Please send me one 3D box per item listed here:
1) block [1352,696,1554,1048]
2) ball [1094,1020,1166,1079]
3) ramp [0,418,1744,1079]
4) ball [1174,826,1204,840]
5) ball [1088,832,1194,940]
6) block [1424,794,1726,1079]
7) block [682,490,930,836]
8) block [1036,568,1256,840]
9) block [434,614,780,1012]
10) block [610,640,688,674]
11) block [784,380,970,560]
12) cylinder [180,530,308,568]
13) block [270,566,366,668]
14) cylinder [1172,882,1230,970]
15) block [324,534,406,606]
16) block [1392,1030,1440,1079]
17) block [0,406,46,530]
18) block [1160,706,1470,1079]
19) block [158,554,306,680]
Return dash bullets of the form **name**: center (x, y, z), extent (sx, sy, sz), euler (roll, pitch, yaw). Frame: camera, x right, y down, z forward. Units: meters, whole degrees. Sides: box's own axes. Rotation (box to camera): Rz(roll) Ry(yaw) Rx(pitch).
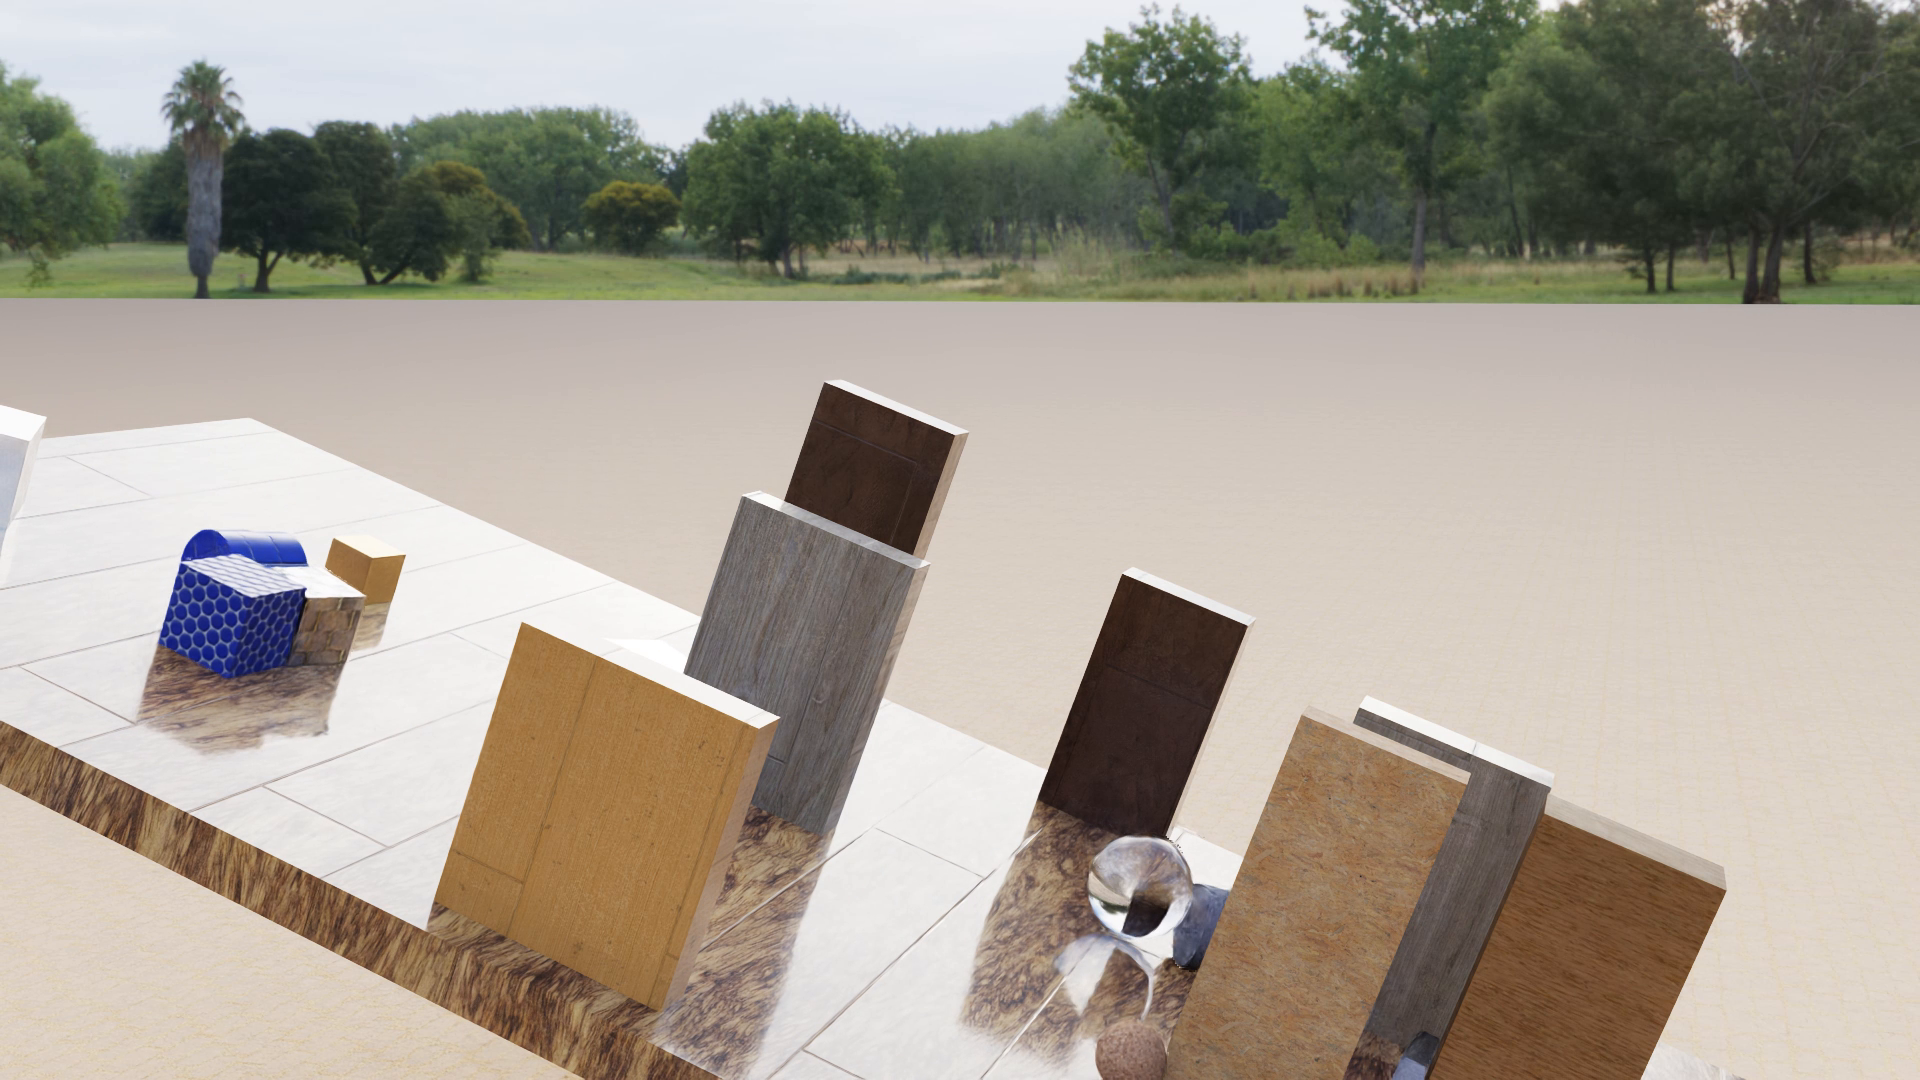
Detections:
- **block**: center (0.846, 0.648, 4.230), extent (0.380, 0.582, 0.119), euler (23, 13, 13)
- **ball**: center (0.279, 0.844, 3.593), extent (0.117, 0.117, 0.117), euler (0, 7, 0)
- **ramp**: center (-0.330, 0.601, 4.209), extent (4.000, 0.100, 2.000), euler (23, 13, 13)
- **ball**: center (0.517, 0.771, 5.283), extent (0.171, 0.171, 0.171), euler (0, 7, 0)
- **ball**: center (0.347, 0.665, 4.227), extent (0.205, 0.205, 0.205), euler (0, 7, 0)
- **block**: center (0.897, 0.784, 3.389), extent (0.279, 0.722, 0.135), euler (23, 13, 13)
- **block**: center (-0.327, 0.236, 4.238), extent (0.371, 0.559, 0.089), euler (23, 13, 13)
- **block**: center (0.407, 0.372, 4.822), extent (0.294, 0.547, 0.107), euler (23, 13, 13)
- **block**: center (-0.542, 0.412, 3.345), extent (0.407, 0.475, 0.083), euler (23, 13, 13)
- **block**: center (-0.630, 0.308, 4.383), extent (0.165, 0.165, 0.165), euler (29, 15, 36)
- **block**: center (-0.254, 0.062, 4.681), extent (0.305, 0.741, 0.101), euler (23, 13, 13)
- **cylinder**: center (-1.381, 0.066, 4.245), extent (0.170, 0.170, 0.170), euler (5, 3, 36)
- **block**: center (-1.249, 0.144, 4.184), extent (0.142, 0.142, 0.142), euler (27, 14, 30)
- **cylinder**: center (0.515, 0.758, 4.223), extent (0.163, 0.163, 0.163), euler (17, 3, -12)
- **block**: center (-1.252, 0.062, 4.612), extent (0.109, 0.109, 0.109), euler (25, 13, 21)
- **block**: center (0.822, 0.971, 3.791), extent (0.158, 0.158, 0.158), euler (24, 13, 20)
- **block**: center (-1.931, -0.157, 4.320), extent (0.187, 0.187, 0.187), euler (16, 13, -17)
- **block**: center (0.564, 0.641, 3.570), extent (0.277, 0.689, 0.082), euler (23, 13, 13)
- **block**: center (-1.333, 0.138, 4.033), extent (0.162, 0.162, 0.162), euler (24, 13, 17)
